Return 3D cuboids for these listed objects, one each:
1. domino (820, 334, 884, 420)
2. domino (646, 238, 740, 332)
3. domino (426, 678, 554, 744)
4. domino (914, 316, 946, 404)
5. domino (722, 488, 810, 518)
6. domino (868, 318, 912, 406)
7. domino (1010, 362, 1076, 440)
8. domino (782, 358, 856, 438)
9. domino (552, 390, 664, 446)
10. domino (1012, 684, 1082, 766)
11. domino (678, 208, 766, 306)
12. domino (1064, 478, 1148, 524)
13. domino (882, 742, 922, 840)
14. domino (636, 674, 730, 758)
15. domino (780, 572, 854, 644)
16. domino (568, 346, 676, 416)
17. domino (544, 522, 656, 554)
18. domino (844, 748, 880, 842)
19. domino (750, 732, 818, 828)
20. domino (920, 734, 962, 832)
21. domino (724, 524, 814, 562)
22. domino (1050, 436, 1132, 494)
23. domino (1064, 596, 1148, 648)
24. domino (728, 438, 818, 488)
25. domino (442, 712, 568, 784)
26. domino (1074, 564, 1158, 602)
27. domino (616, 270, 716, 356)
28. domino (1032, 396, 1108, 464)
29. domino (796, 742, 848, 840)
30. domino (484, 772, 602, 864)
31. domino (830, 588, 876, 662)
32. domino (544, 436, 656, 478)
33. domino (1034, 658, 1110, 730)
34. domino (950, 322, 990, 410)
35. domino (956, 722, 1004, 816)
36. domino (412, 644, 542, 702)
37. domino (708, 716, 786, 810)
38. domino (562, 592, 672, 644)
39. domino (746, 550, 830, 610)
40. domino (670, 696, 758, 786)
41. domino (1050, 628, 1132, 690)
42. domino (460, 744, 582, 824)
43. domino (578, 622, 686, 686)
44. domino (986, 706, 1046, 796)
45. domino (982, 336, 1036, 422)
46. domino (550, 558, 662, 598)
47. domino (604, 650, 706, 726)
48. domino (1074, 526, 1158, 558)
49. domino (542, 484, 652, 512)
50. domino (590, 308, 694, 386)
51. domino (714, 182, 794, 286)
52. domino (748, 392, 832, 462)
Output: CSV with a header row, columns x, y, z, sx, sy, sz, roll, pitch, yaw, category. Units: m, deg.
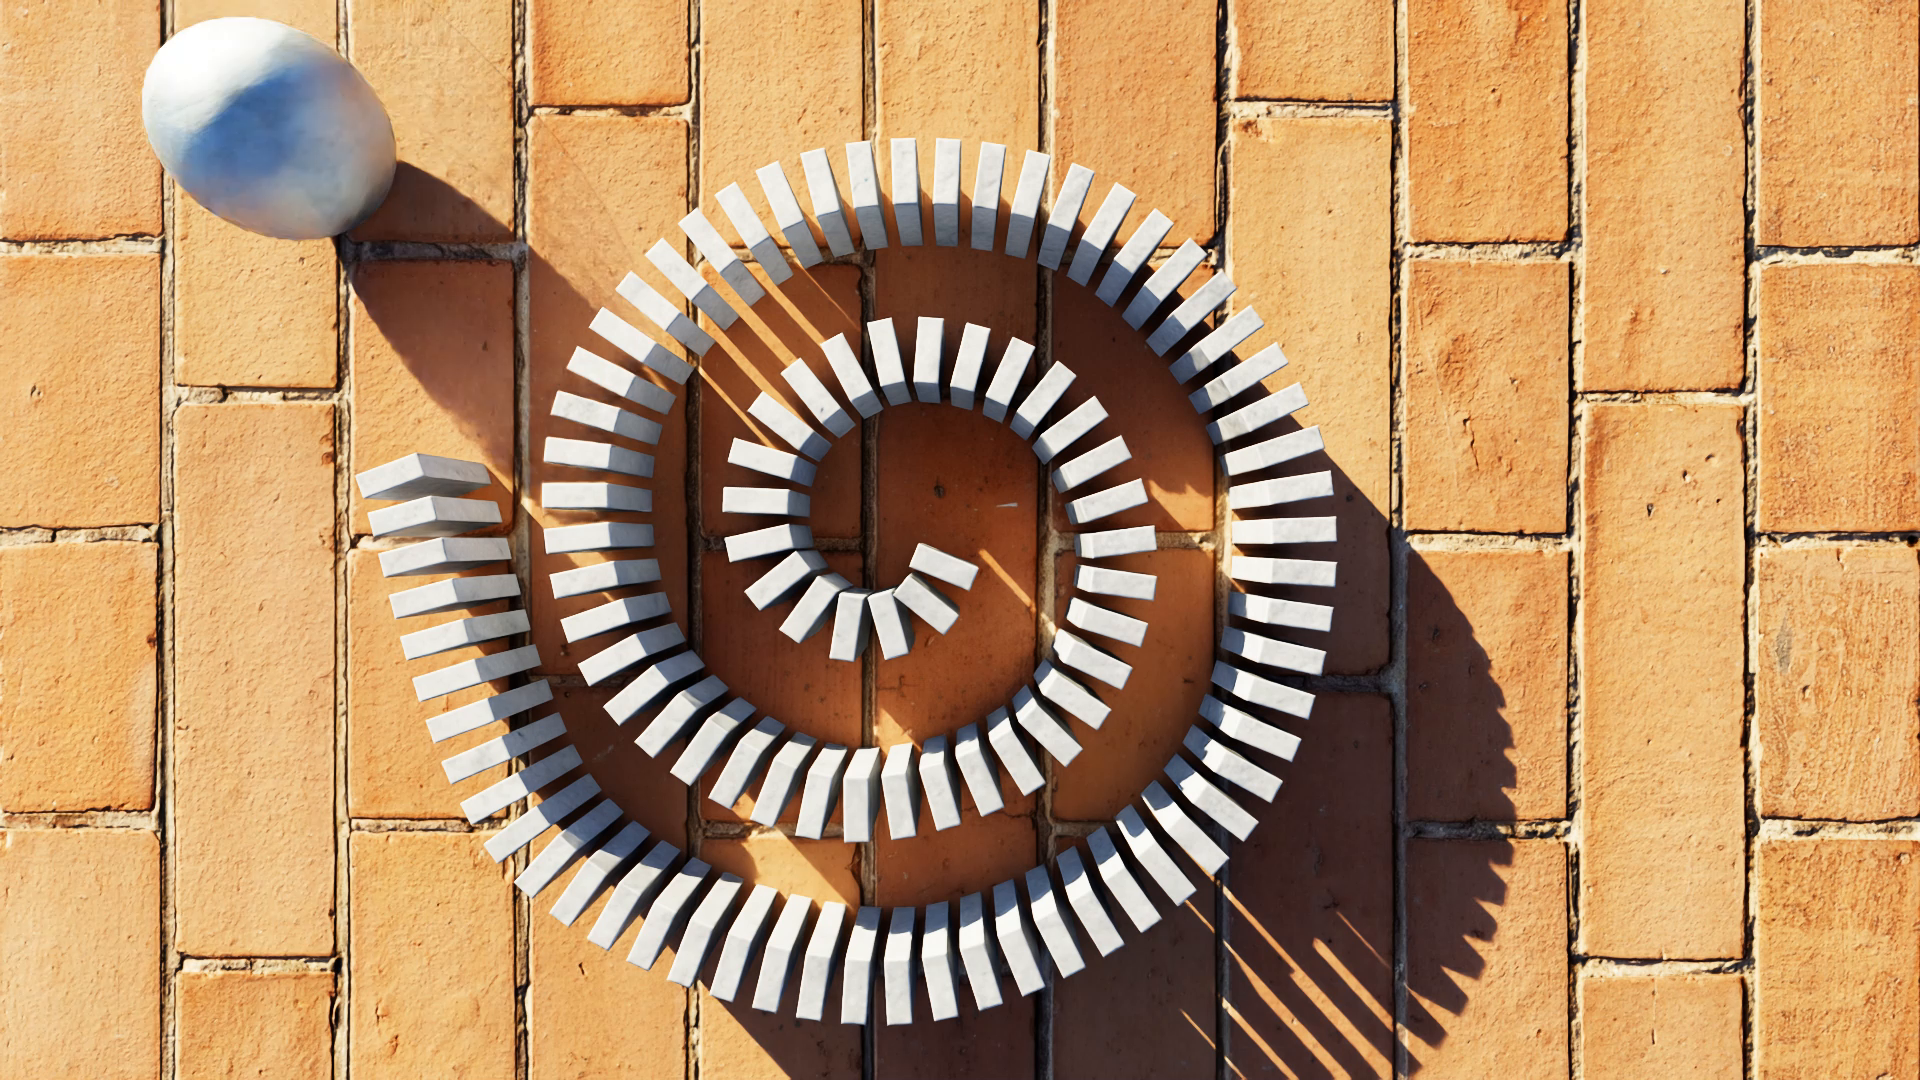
x,y,z,sx,sy,sz,roll,pitch,yaw,category
-0.043,-0.066,0.375,0.009,0.050,0.025,-28,90,0,domino
-0.108,-0.103,0.375,0.025,0.050,0.009,45,90,0,domino
-0.191,0.069,0.375,0.025,0.050,0.010,-20,90,0,domino
-0.012,-0.072,0.375,0.009,0.050,0.025,5,90,0,domino
-0.078,-0.015,0.375,0.025,0.050,0.010,2,90,0,domino
-0.028,-0.072,0.375,0.010,0.050,0.025,-12,90,0,domino
0.033,-0.056,0.375,0.010,0.050,0.025,39,90,0,domino
-0.057,-0.057,0.375,0.009,0.050,0.025,-39,90,0,domino
-0.143,-0.049,0.375,0.025,0.050,0.009,16,90,0,domino
0.035,0.075,0.375,0.025,0.050,0.009,44,90,0,domino
-0.096,-0.114,0.375,0.010,0.050,0.025,-39,90,0,domino
0.059,-0.015,0.375,0.025,0.050,0.009,-18,90,0,domino
-0.023,0.102,0.375,0.010,0.050,0.025,-9,90,0,domino
-0.112,0.071,0.375,0.009,0.050,0.025,42,90,0,domino
-0.058,0.027,0.375,0.009,0.050,0.025,36,90,0,domino
-0.137,-0.064,0.375,0.025,0.050,0.009,27,90,0,domino
-0.146,-0.001,0.375,0.025,0.050,0.009,-6,90,0,domino
-0.040,0.103,0.375,0.010,0.050,0.025,-1,90,0,domino
-0.071,0.097,0.375,0.010,0.050,0.025,22,90,0,domino
-0.008,0.098,0.375,0.010,0.050,0.025,-16,90,0,domino
-0.077,0.001,0.375,0.025,0.050,0.009,-12,90,0,domino
0.053,-0.030,0.375,0.025,0.050,0.009,-27,90,0,domino
0.059,0.033,0.375,0.025,0.050,0.009,18,90,0,domino
-0.075,-0.031,0.375,0.025,0.050,0.009,16,90,0,domino
-0.185,0.084,0.375,0.025,0.050,0.009,-23,90,0,domino
0.062,0.017,0.375,0.025,0.050,0.010,8,90,0,domino
-0.119,-0.091,0.375,0.025,0.050,0.009,39,90,0,domino
0.044,-0.044,0.375,0.025,0.050,0.010,-36,90,0,domino
-0.056,0.102,0.375,0.010,0.050,0.025,12,90,0,domino
-0.169,0.113,0.375,0.025,0.050,0.009,-36,90,0,domino
-0.043,0.034,0.375,0.010,0.050,0.025,9,90,0,domino
-0.146,-0.033,0.375,0.025,0.050,0.009,7,90,0,domino
0.045,0.062,0.375,0.025,0.050,0.010,33,90,0,domino
0.004,-0.070,0.375,0.010,0.050,0.025,15,90,0,domino
0.008,0.093,0.375,0.010,0.050,0.025,-23,90,0,domino
-0.196,0.054,0.375,0.025,0.050,0.009,-18,90,0,domino
-0.086,0.090,0.375,0.009,0.050,0.025,29,90,0,domino
-0.139,0.031,0.375,0.025,0.050,0.009,-19,90,0,domino
-0.070,0.016,0.375,0.025,0.050,0.010,-38,90,0,domino
-0.100,0.081,0.375,0.010,0.050,0.025,35,90,0,domino
0.053,0.048,0.375,0.025,0.050,0.009,25,90,0,domino
-0.178,0.099,0.375,0.025,0.050,0.010,-28,90,0,domino
-0.133,0.046,0.375,0.025,0.050,0.009,-28,90,0,domino
0.022,0.085,0.375,0.009,0.050,0.025,-32,90,0,domino
0.019,-0.064,0.375,0.009,0.050,0.025,25,90,0,domino
-0.143,0.015,0.375,0.025,0.050,0.010,-12,90,0,domino
-0.124,0.059,0.375,0.025,0.050,0.009,-40,90,0,domino
0.063,0.001,0.375,0.025,0.050,0.010,-7,90,0,domino
-0.147,-0.017,0.375,0.025,0.050,0.010,0,90,0,domino
-0.129,-0.078,0.375,0.025,0.050,0.009,34,90,0,domino
-0.083,-0.124,0.375,0.009,0.050,0.025,-33,90,0,domino
-0.068,-0.045,0.375,0.025,0.050,0.010,38,90,0,domino
